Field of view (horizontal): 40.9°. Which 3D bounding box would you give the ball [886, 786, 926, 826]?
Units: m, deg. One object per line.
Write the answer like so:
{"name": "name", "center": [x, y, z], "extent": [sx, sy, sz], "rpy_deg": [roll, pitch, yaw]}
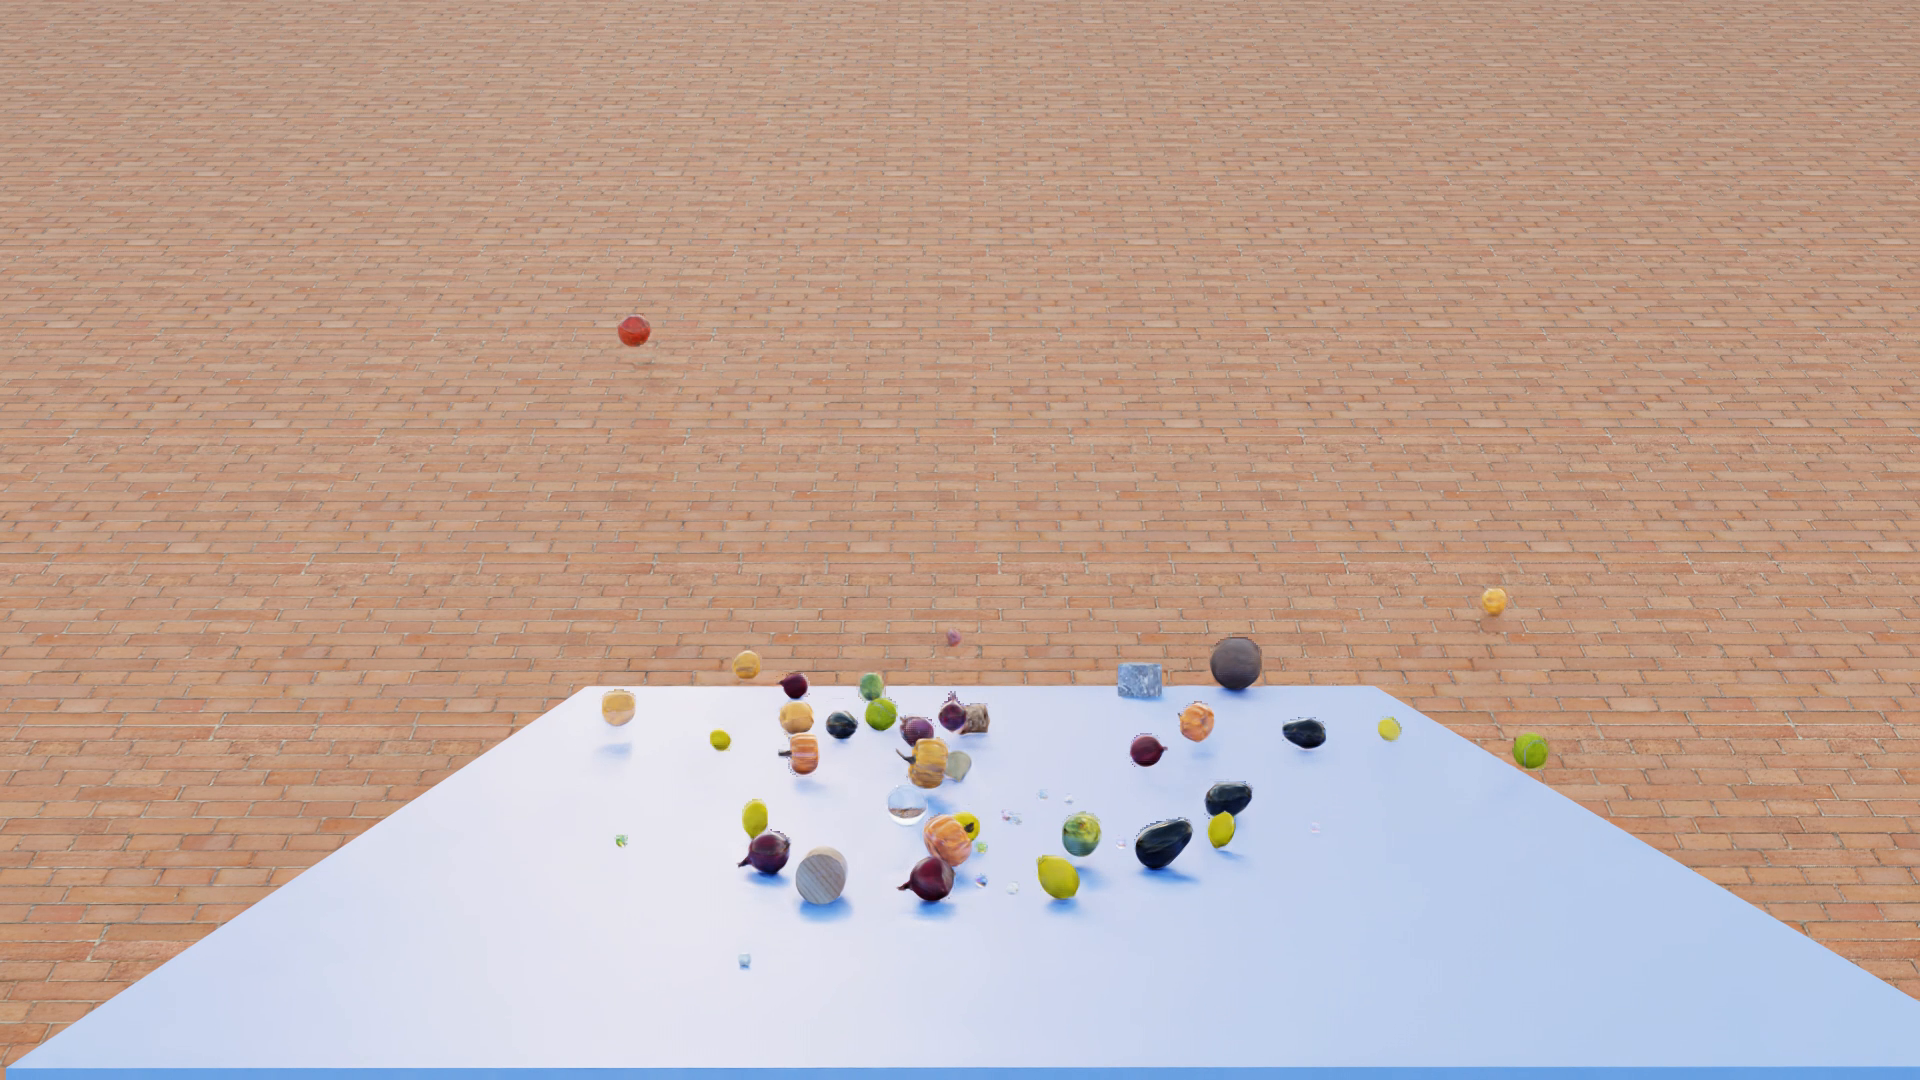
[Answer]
{"name": "ball", "center": [-0.086, 0.429, 4.147], "extent": [0.065, 0.065, 0.065], "rpy_deg": [0, 24, 0]}

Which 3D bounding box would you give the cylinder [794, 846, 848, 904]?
{"name": "cylinder", "center": [-0.186, 0.452, 3.479], "extent": [0.068, 0.068, 0.068], "rpy_deg": [1, 2, 1]}

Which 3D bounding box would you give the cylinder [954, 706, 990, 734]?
{"name": "cylinder", "center": [0.025, 0.379, 5.445], "extent": [0.059, 0.059, 0.059], "rpy_deg": [-1, 23, -16]}

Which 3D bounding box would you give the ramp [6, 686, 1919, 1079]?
{"name": "ramp", "center": [0.055, 0.496, 4.544], "extent": [2.000, 0.100, 4.000], "rpy_deg": [0, 2, 0]}

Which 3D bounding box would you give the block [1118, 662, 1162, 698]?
{"name": "block", "center": [0.440, 0.341, 6.289], "extent": [0.078, 0.078, 0.078], "rpy_deg": [1, 2, 30]}
